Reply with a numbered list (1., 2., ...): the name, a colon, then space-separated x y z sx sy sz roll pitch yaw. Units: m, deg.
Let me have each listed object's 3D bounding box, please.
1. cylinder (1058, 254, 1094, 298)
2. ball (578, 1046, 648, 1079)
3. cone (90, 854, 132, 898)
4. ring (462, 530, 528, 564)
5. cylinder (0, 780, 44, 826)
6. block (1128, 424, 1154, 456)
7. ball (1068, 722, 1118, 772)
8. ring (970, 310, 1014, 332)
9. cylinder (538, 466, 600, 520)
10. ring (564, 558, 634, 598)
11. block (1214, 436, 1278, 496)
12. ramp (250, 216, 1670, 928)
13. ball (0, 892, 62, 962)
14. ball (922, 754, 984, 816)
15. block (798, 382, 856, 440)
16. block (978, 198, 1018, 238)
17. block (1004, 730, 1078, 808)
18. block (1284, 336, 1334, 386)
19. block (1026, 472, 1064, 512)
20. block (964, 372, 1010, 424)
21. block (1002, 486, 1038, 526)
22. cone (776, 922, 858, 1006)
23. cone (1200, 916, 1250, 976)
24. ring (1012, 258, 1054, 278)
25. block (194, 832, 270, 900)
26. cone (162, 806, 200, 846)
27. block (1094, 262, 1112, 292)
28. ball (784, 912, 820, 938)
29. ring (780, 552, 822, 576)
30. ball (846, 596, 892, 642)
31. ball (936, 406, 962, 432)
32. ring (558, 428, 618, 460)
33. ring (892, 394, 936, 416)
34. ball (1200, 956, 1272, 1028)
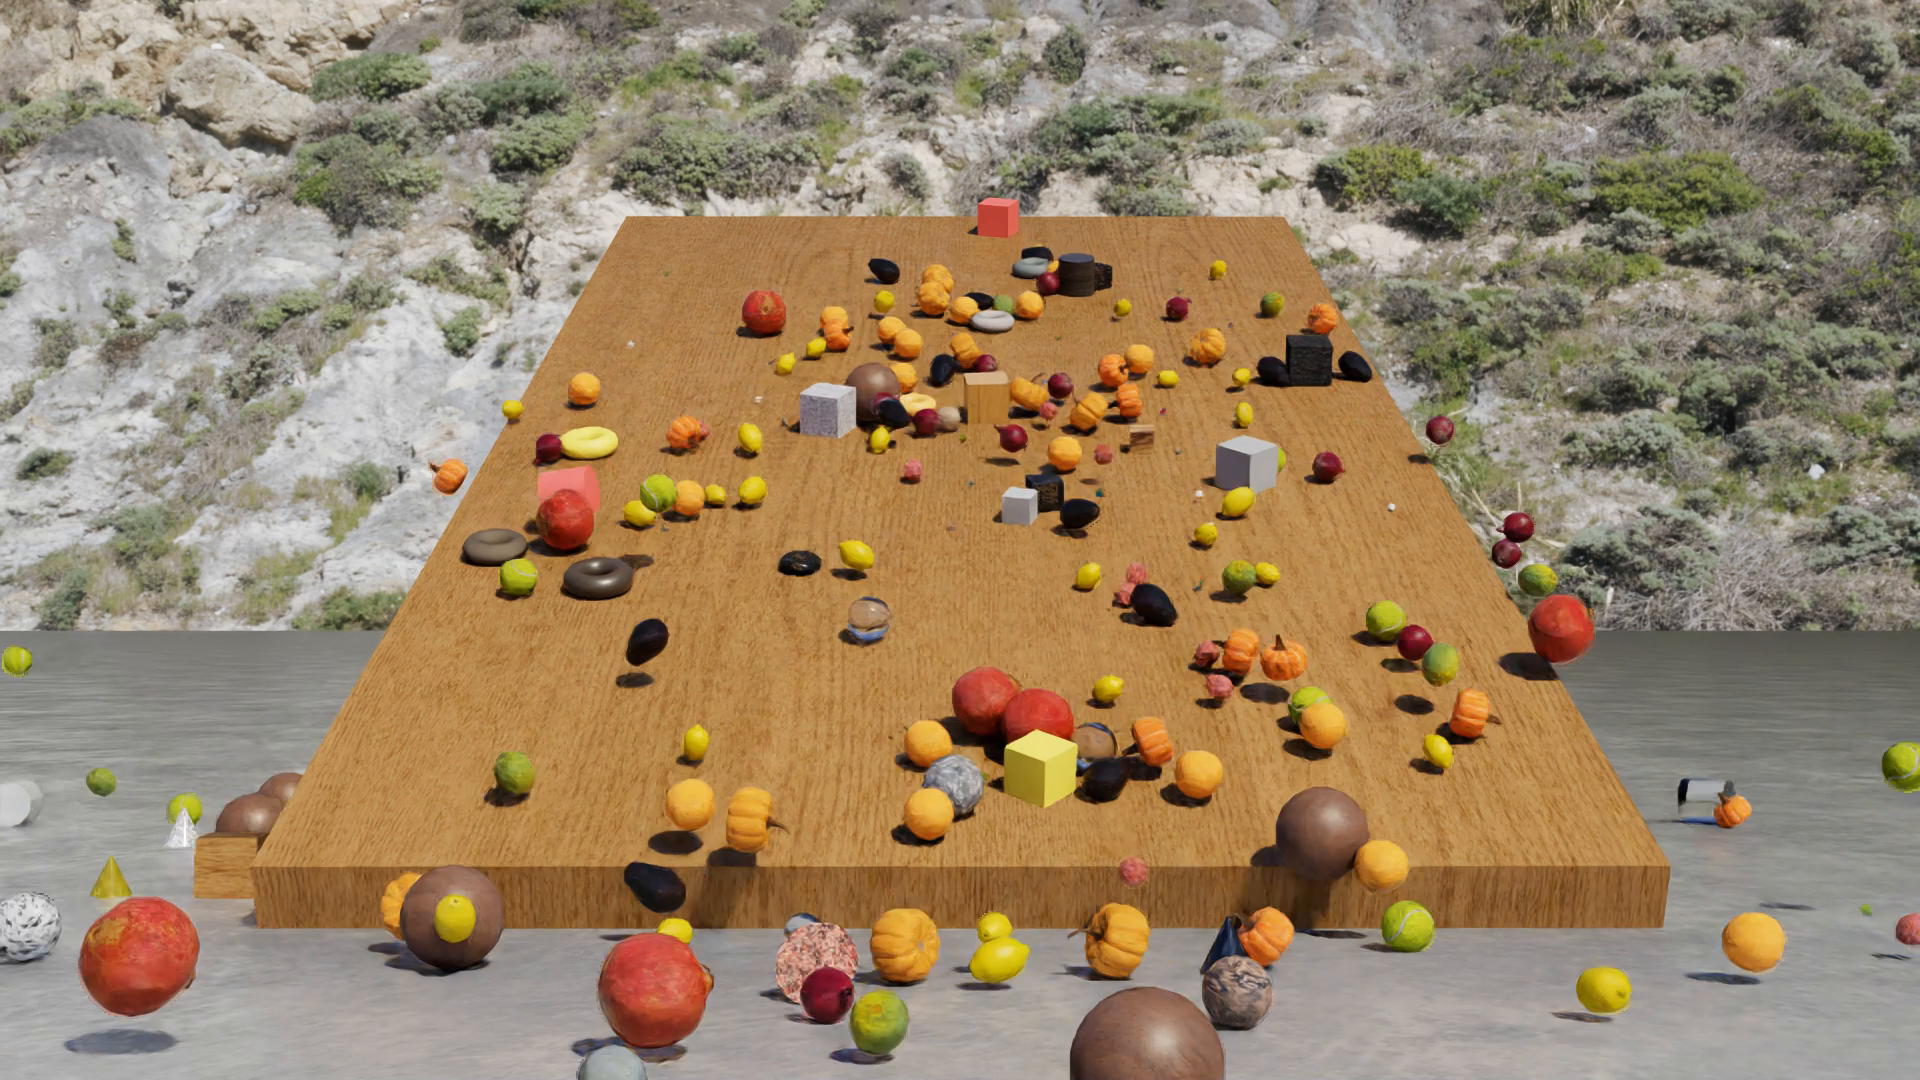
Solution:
1. cylinder: 0.311 -0.706 6.094 0.096 0.096 0.096 0 21 0
2. ball: -0.307 0.477 2.015 0.061 0.061 0.061 0 -2 0
3. cone: -1.356 0.534 3.647 0.066 0.066 0.066 0 -2 0
4. ring: -0.877 0.013 4.309 0.121 0.040 0.121 1 21 -1
5. cylinder: -2.033 0.567 4.915 0.092 0.092 0.092 0 -2 -6
6. block: 0.389 -0.214 4.886 0.051 0.051 0.051 3 21 6
7. ball: 0.202 0.315 3.484 0.075 0.075 0.075 0 -2 0
8. ring: 0.083 -0.553 5.780 0.112 0.037 0.112 -1 22 0
9. cylinder: -0.756 -0.092 4.416 0.093 0.093 0.093 -9 -3 8
10. ring: -0.658 0.069 4.161 0.129 0.043 0.129 -1 22 0
11. block: 0.586 -0.152 4.673 0.090 0.090 0.090 -19 29 -41
12. ramp: -0.006 -0.216 5.097 2.000 0.100 4.000 0 21 0
13. ball: -1.199 0.497 2.931 0.088 0.088 0.088 0 -2 0
14. ball: -0.010 0.360 3.348 0.090 0.090 0.090 0 -2 0
15. block: -0.289 -0.283 5.004 0.093 0.093 0.093 9 23 22
16. block: 0.113 -0.949 6.724 0.094 0.094 0.094 8 22 19
17. block: 0.120 0.342 3.413 0.077 0.077 0.077 17 27 37
18. block: 0.817 -0.420 5.357 0.097 0.097 0.097 0 21 1
19. block: 0.169 -0.095 4.564 0.060 0.060 0.060 -6 22 -15
20. block: 0.058 -0.317 5.094 0.092 0.092 0.092 -2 21 -5
21. block: 0.118 -0.066 4.493 0.057 0.057 0.057 7 22 17
22. cone: -0.152 0.508 2.658 0.099 0.099 0.099 -1 -29 16
23. cone: 0.332 0.500 2.832 0.072 0.072 0.072 -1 -1 0
24. ring: 0.201 -0.747 6.280 0.115 0.038 0.115 -1 22 1
25. block: -1.161 0.519 3.646 0.096 0.096 0.096 0 -2 -5
26. cone: -1.522 0.559 4.479 0.078 0.078 0.078 0 -2 0
27. block: 0.366 -0.709 6.153 0.060 0.060 0.060 -19 28 -40
28. ball: -0.209 0.522 3.039 0.051 0.051 0.051 0 -2 0
29. ring: -0.297 0.043 4.253 0.079 0.026 0.079 1 22 -1
30. ball: -0.157 0.136 3.942 0.078 0.078 0.078 0 -2 0
31. ball: -0.026 -0.266 5.010 0.056 0.056 0.056 0 -2 0
32. ring: -0.793 -0.206 4.873 0.127 0.042 0.127 -1 22 0
33. ring: -0.103 -0.303 5.139 0.101 0.034 0.101 1 20 0
34. ball: 0.297 0.485 2.453 0.077 0.077 0.077 0 -2 0
